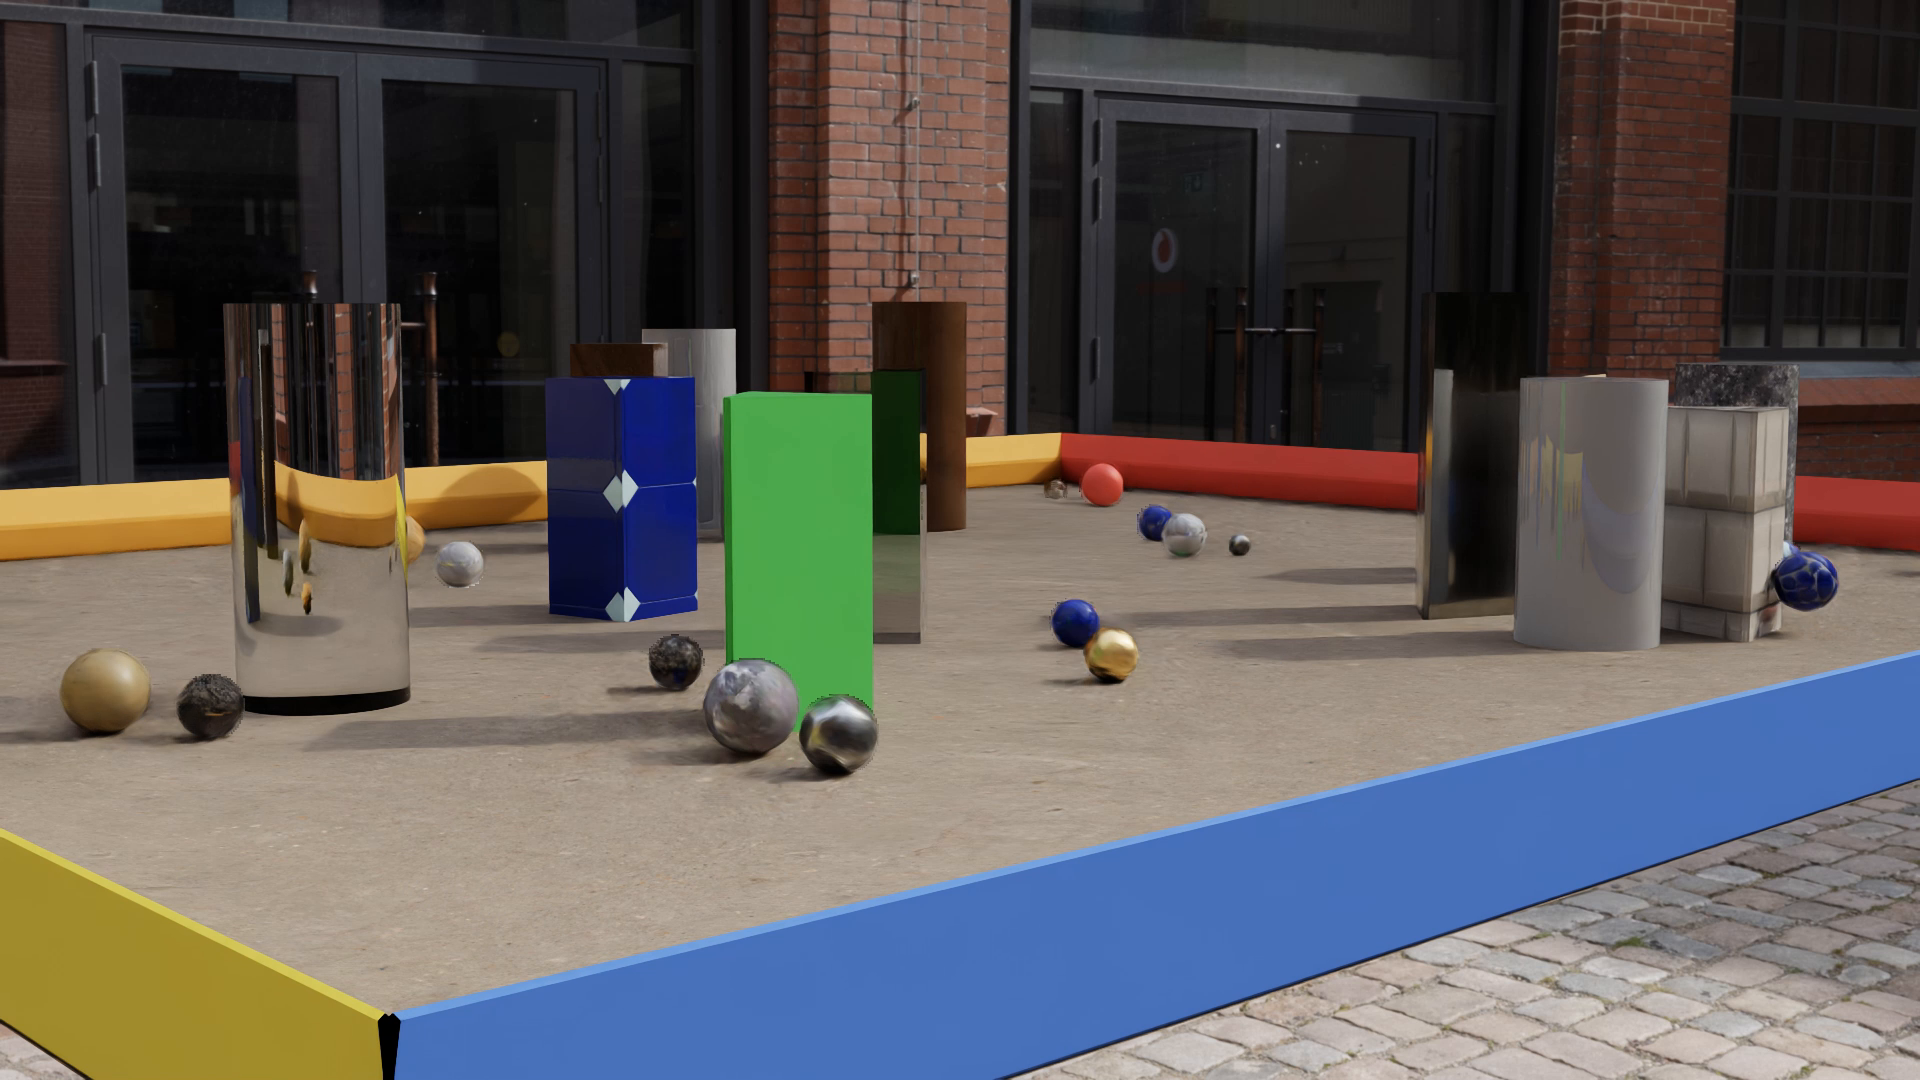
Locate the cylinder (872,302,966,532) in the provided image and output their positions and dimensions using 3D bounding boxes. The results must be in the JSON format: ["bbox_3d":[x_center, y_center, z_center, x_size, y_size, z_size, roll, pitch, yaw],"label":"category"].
[{"bbox_3d":[-0.082,-0.253,4.454,0.190,0.457,0.190,0,6,0],"label":"cylinder"}]

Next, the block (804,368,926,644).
[{"bbox_3d":[-0.126,-0.050,2.985,0.152,0.361,0.152,0,6,2],"label":"block"}]

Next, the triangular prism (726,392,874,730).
[{"bbox_3d":[-0.199,0.019,2.375,0.165,0.353,0.143,-3,7,-27],"label":"triangular prism"}]

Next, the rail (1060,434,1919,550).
[{"bbox_3d":[1.291,-0.093,4.517,0.045,0.124,3.093,-6,8,-42],"label":"rail"}]

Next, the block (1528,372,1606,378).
[{"bbox_3d":[0.986,-0.112,3.709,0.152,0.334,0.152,4,7,32],"label":"block"}]

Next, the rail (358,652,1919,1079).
[{"bbox_3d":[1.033,0.150,2.219,3.561,0.124,0.045,-6,8,-42],"label":"rail"}]

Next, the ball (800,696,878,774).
[{"bbox_3d":[-0.117,0.187,2.110,0.075,0.075,0.075,0,6,0],"label":"ball"}]

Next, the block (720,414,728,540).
[{"bbox_3d":[-0.379,-0.123,4.264,0.152,0.239,0.152,-1,6,-13],"label":"block"}]

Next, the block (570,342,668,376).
[{"bbox_3d":[-0.632,-0.176,4.100,0.152,0.379,0.152,0,6,2],"label":"block"}]

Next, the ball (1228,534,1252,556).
[{"bbox_3d":[0.503,0.009,3.952,0.042,0.042,0.042,0,6,0],"label":"ball"}]

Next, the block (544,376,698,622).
[{"bbox_3d":[-0.494,-0.065,3.216,0.152,0.344,0.152,4,7,36],"label":"block"}]

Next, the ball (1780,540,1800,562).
[{"bbox_3d":[1.290,0.040,3.467,0.081,0.081,0.081,0,6,0],"label":"ball"}]

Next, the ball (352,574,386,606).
[{"bbox_3d":[-0.884,0.076,3.288,0.048,0.048,0.048,0,6,0],"label":"ball"}]

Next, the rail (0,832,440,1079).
[{"bbox_3d":[-1.291,0.157,2.147,0.045,0.124,3.093,-6,8,-42],"label":"rail"}]

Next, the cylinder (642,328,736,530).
[{"bbox_3d":[-0.554,-0.231,4.513,0.190,0.402,0.190,0,6,0],"label":"cylinder"}]

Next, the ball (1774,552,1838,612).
[{"bbox_3d":[1.158,0.057,3.009,0.083,0.083,0.083,0,6,0],"label":"ball"}]

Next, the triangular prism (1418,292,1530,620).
[{"bbox_3d":[0.716,-0.128,3.224,0.165,0.467,0.143,-2,6,-22],"label":"triangular prism"}]

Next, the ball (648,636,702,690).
[{"bbox_3d":[-0.333,0.144,2.575,0.062,0.062,0.062,0,6,0],"label":"ball"}]

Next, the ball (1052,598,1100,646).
[{"bbox_3d":[0.152,0.109,2.898,0.063,0.063,0.063,0,6,0],"label":"ball"}]

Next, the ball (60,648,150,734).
[{"bbox_3d":[-0.897,0.159,2.309,0.089,0.089,0.089,0,6,0],"label":"ball"}]

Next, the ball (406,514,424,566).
[{"bbox_3d":[-0.970,0.000,3.785,0.094,0.094,0.094,0,6,0],"label":"ball"}]

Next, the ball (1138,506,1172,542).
[{"bbox_3d":[0.376,-0.032,4.215,0.068,0.068,0.068,0,6,0],"label":"ball"}]

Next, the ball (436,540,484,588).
[{"bbox_3d":[-0.800,0.039,3.514,0.075,0.075,0.075,0,6,0],"label":"ball"}]

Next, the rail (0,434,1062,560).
[{"bbox_3d":[-1.033,-0.085,4.445,3.561,0.124,0.045,-6,8,-42],"label":"rail"}]

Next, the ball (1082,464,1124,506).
[{"bbox_3d":[0.322,-0.125,4.965,0.095,0.095,0.095,0,6,0],"label":"ball"}]

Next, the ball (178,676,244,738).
[{"bbox_3d":[-0.779,0.173,2.284,0.065,0.065,0.065,0,6,0],"label":"ball"}]

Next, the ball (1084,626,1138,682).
[{"bbox_3d":[0.181,0.136,2.632,0.065,0.065,0.065,0,6,0],"label":"ball"}]

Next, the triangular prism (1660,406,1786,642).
[{"bbox_3d":[1.039,-0.028,3.034,0.143,0.308,0.165,4,7,34],"label":"triangular prism"}]

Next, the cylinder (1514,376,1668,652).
[{"bbox_3d":[0.841,-0.039,2.937,0.190,0.350,0.190,0,6,0],"label":"cylinder"}]

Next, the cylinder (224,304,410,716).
[{"bbox_3d":[-0.723,-0.041,2.480,0.190,0.449,0.190,0,6,0],"label":"cylinder"}]

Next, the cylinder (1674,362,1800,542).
[{"bbox_3d":[1.261,-0.110,3.587,0.190,0.354,0.190,0,6,0],"label":"cylinder"}]

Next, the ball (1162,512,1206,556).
[{"bbox_3d":[0.403,-0.010,3.948,0.080,0.080,0.080,0,6,0],"label":"ball"}]

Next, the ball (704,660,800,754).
[{"bbox_3d":[-0.209,0.167,2.201,0.095,0.095,0.095,0,6,0],"label":"ball"}]

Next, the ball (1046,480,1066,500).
[{"bbox_3d":[0.224,-0.117,5.133,0.045,0.045,0.045,0,6,0],"label":"ball"}]
